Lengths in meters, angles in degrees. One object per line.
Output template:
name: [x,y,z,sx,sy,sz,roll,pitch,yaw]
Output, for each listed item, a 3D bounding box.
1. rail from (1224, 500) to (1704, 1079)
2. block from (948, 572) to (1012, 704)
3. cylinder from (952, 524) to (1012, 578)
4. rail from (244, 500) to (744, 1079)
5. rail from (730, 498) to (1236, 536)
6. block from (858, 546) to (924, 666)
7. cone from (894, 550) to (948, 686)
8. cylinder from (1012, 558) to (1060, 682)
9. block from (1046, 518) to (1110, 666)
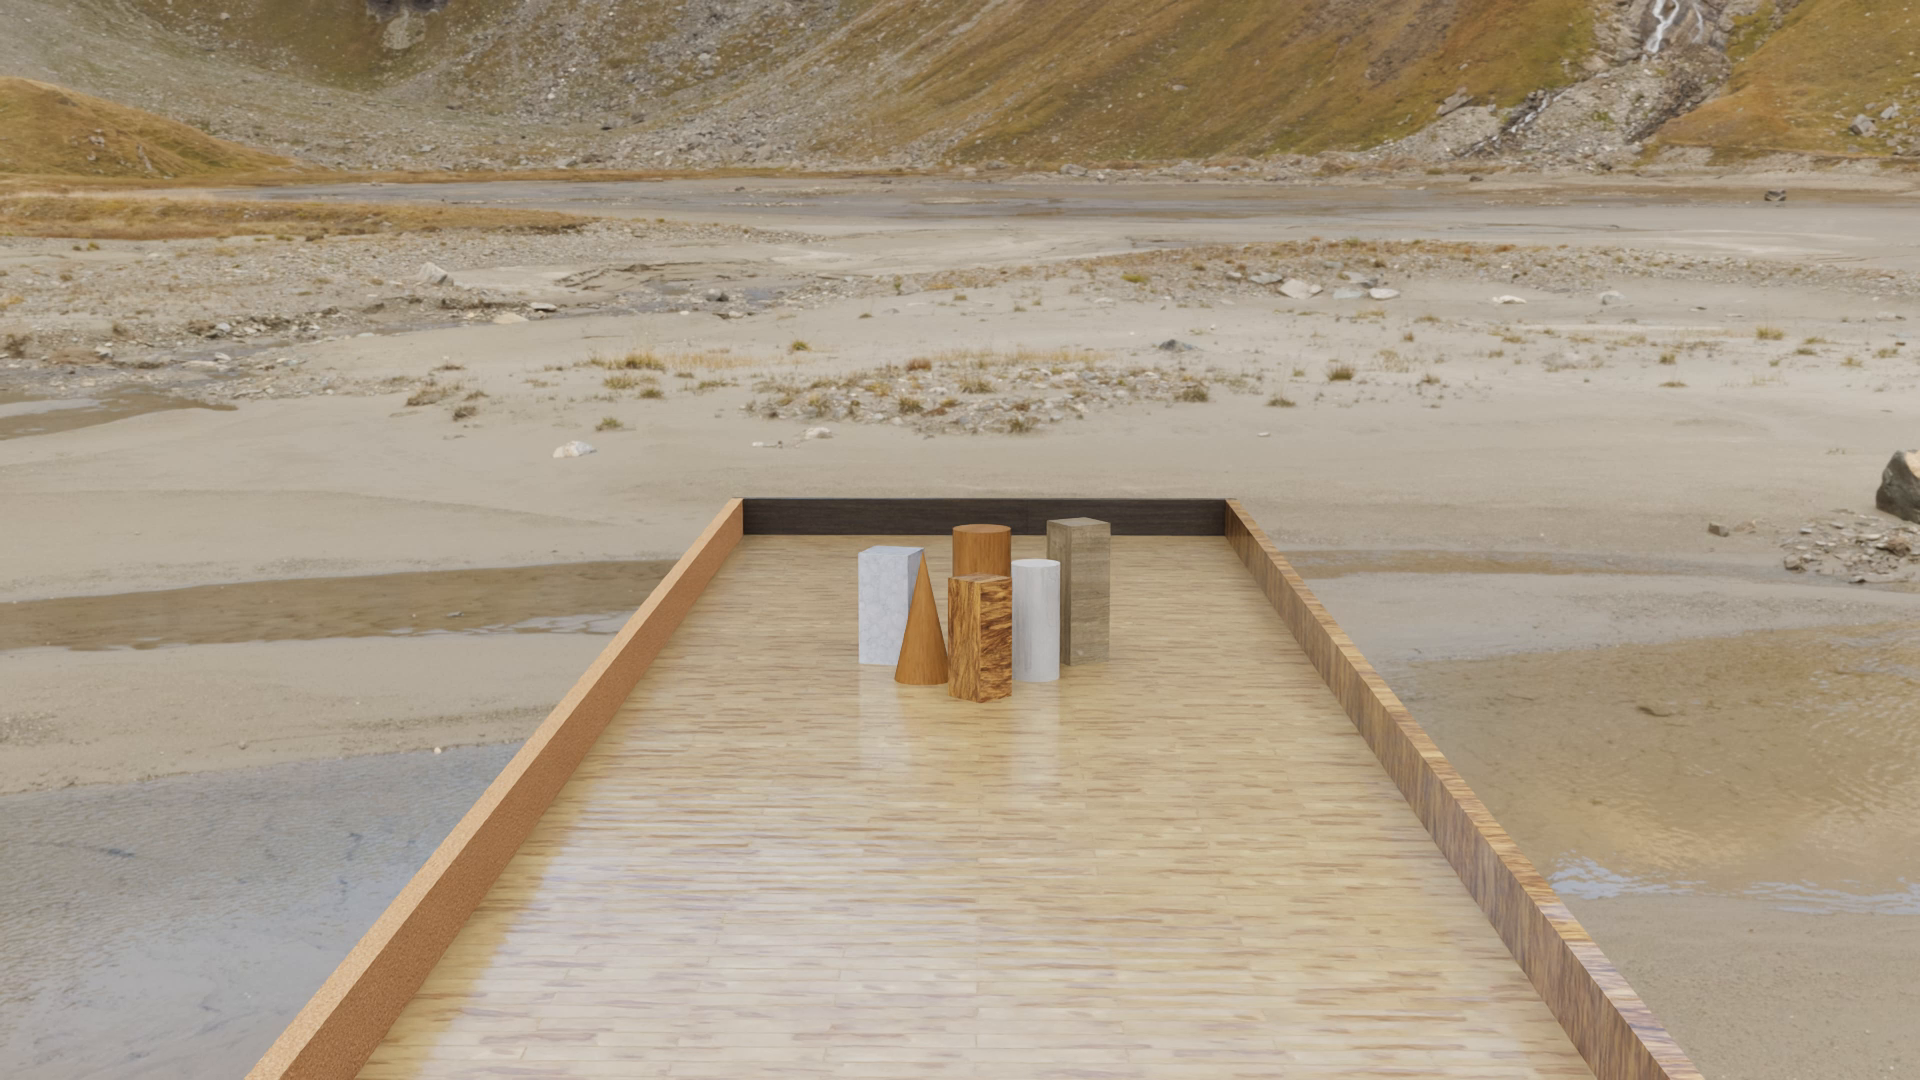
rail: [1.046,0.843,3.208,0.050,0.150,12.000,0,9,1]
block: [0.056,0.274,6.197,0.127,0.340,0.127,9,13,44]
cylinder: [0.066,0.164,6.691,0.177,0.402,0.177,0,9,0]
rail: [-1.004,0.839,3.234,0.050,0.150,12.000,0,9,1]
rail: [0.099,-0.098,9.147,2.100,0.150,0.050,0,9,1]
block: [-0.207,0.198,6.684,0.157,0.337,0.157,3,9,17]
cone: [-0.107,0.219,6.412,0.171,0.381,0.171,0,9,0]
cylinder: [0.221,0.235,6.444,0.144,0.340,0.144,0,9,0]
block: [0.358,0.155,6.673,0.139,0.425,0.139,-5,10,-29]
